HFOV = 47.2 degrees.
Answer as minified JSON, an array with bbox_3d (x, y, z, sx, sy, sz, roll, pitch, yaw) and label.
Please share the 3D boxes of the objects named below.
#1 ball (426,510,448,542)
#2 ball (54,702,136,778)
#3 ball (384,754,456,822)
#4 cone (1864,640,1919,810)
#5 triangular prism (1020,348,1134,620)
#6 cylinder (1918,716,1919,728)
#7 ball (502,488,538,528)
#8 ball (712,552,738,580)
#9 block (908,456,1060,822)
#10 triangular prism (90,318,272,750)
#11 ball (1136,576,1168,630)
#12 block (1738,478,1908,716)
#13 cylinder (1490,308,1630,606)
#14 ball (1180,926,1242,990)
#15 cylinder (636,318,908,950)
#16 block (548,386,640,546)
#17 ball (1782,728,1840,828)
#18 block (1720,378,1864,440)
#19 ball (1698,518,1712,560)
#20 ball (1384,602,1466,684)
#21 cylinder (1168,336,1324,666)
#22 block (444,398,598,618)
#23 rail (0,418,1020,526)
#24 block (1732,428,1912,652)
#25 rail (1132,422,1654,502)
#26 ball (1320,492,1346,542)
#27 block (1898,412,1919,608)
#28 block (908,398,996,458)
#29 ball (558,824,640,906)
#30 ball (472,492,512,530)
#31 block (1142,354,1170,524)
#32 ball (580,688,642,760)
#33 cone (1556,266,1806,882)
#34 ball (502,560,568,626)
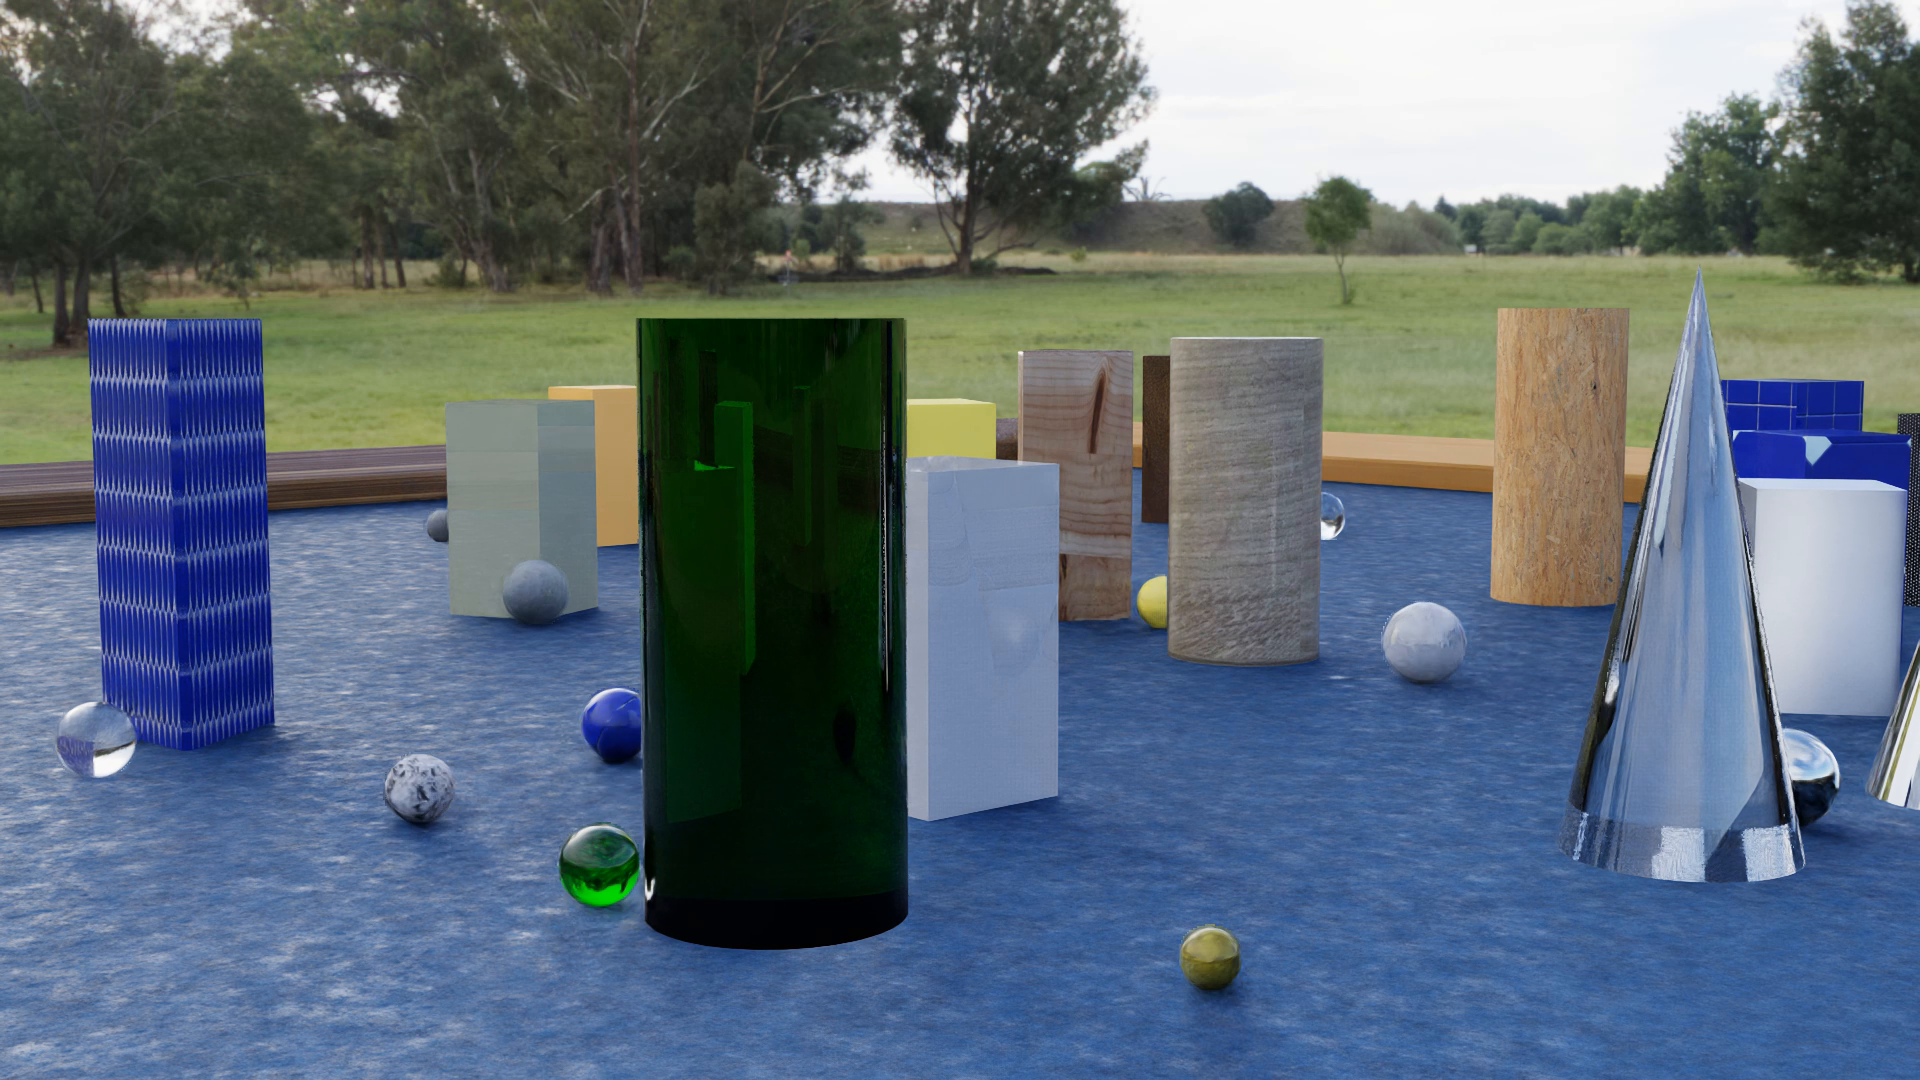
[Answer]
[{"bbox_3d":[-0.990,-0.027,4.211,0.064,0.064,0.064,0,6,0],"label":"ball"},{"bbox_3d":[-0.824,0.190,2.096,0.073,0.073,0.073,0,6,0],"label":"ball"},{"bbox_3d":[-0.470,0.216,1.915,0.060,0.060,0.060,0,6,0],"label":"ball"},{"bbox_3d":[0.935,0.068,2.001,0.195,0.337,0.195,0,6,0],"label":"cone"},{"bbox_3d":[0.149,-0.084,3.212,0.169,0.386,0.146,-2,6,-14],"label":"triangular prism"},{"bbox_3d":[1.117,-0.010,2.296,0.195,0.430,0.195,0,6,0],"label":"cylinder"},{"bbox_3d":[-0.908,-0.067,4.512,0.081,0.081,0.081,0,6,0],"label":"ball"},{"bbox_3d":[-0.388,0.044,3.628,0.045,0.045,0.045,0,6,0],"label":"ball"},{"bbox_3d":[-0.020,0.082,2.013,0.156,0.305,0.156,-5,8,-41],"label":"block"},{"bbox_3d":[-0.796,-0.014,2.315,0.169,0.435,0.146,5,8,42],"label":"triangular prism"},{"bbox_3d":[0.284,0.088,3.073,0.074,0.074,0.074,0,6,0],"label":"ball"},{"bbox_3d":[0.966,0.061,2.490,0.156,0.249,0.156,1,6,10],"label":"block"},{"bbox_3d":[0.921,-0.132,3.381,0.195,0.447,0.195,0,6,0],"label":"cylinder"},{"bbox_3d":[0.165,0.275,1.444,0.041,0.041,0.041,0,6,0],"label":"ball"},{"bbox_3d":[-0.136,0.058,1.608,0.195,0.438,0.195,0,6,0],"label":"cylinder"},{"bbox_3d":[-0.681,-0.146,4.233,0.156,0.297,0.156,-5,8,-41],"label":"block"},{"bbox_3d":[0.712,0.205,1.894,0.086,0.086,0.086,0,6,0],"label":"ball"},{"bbox_3d":[1.330,-0.091,3.538,0.156,0.332,0.156,-3,7,-30],"label":"block"},{"bbox_3d":[1.337,-0.001,3.833,0.093,0.093,0.093,0,6,0],"label":"ball"},{"bbox_3d":[0.555,0.123,2.625,0.097,0.097,0.097,0,6,0],"label":"ball"},{"bbox_3d":[0.366,-0.055,2.828,0.195,0.408,0.195,0,6,0],"label":"cylinder"},{"bbox_3d":[-0.646,-0.050,3.250,0.156,0.310,0.156,2,6,22],"label":"block"},{"bbox_3d":[-1.480,-0.134,4.928,4.688,0.127,0.045,-5,8,-42],"label":"rail"},{"bbox_3d":[1.132,0.000,2.907,0.156,0.283,0.156,-2,6,-15],"label":"block"},{"bbox_3d":[1.705,-0.131,4.897,0.045,0.127,4.413,-5,8,-42],"label":"rail"},{"bbox_3d":[0.697,-0.045,4.243,0.094,0.094,0.094,0,6,0],"label":"ball"},{"bbox_3d":[1.520,-0.044,3.299,0.156,0.288,0.156,-3,7,-25],"label":"block"},{"bbox_3d":[-0.052,-0.014,2.829,0.156,0.327,0.156,-2,6,-16],"label":"block"},{"bbox_3d":[-0.270,0.244,1.647,0.061,0.061,0.061,0,6,0],"label":"ball"},{"bbox_3d":[-0.946,-0.058,4.442,0.079,0.079,0.079,0,6,0],"label":"ball"},{"bbox_3d":[0.474,-0.216,4.654,0.156,0.349,0.156,1,6,13],"label":"block"},{"bbox_3d":[-0.340,0.182,2.182,0.071,0.071,0.071,0,6,0],"label":"ball"},{"bbox_3d":[0.592,0.017,1.786,0.195,0.482,0.195,0,6,0],"label":"cone"},{"bbox_3d":[-0.601,0.074,3.111,0.092,0.092,0.092,0,6,0],"label":"ball"}]
